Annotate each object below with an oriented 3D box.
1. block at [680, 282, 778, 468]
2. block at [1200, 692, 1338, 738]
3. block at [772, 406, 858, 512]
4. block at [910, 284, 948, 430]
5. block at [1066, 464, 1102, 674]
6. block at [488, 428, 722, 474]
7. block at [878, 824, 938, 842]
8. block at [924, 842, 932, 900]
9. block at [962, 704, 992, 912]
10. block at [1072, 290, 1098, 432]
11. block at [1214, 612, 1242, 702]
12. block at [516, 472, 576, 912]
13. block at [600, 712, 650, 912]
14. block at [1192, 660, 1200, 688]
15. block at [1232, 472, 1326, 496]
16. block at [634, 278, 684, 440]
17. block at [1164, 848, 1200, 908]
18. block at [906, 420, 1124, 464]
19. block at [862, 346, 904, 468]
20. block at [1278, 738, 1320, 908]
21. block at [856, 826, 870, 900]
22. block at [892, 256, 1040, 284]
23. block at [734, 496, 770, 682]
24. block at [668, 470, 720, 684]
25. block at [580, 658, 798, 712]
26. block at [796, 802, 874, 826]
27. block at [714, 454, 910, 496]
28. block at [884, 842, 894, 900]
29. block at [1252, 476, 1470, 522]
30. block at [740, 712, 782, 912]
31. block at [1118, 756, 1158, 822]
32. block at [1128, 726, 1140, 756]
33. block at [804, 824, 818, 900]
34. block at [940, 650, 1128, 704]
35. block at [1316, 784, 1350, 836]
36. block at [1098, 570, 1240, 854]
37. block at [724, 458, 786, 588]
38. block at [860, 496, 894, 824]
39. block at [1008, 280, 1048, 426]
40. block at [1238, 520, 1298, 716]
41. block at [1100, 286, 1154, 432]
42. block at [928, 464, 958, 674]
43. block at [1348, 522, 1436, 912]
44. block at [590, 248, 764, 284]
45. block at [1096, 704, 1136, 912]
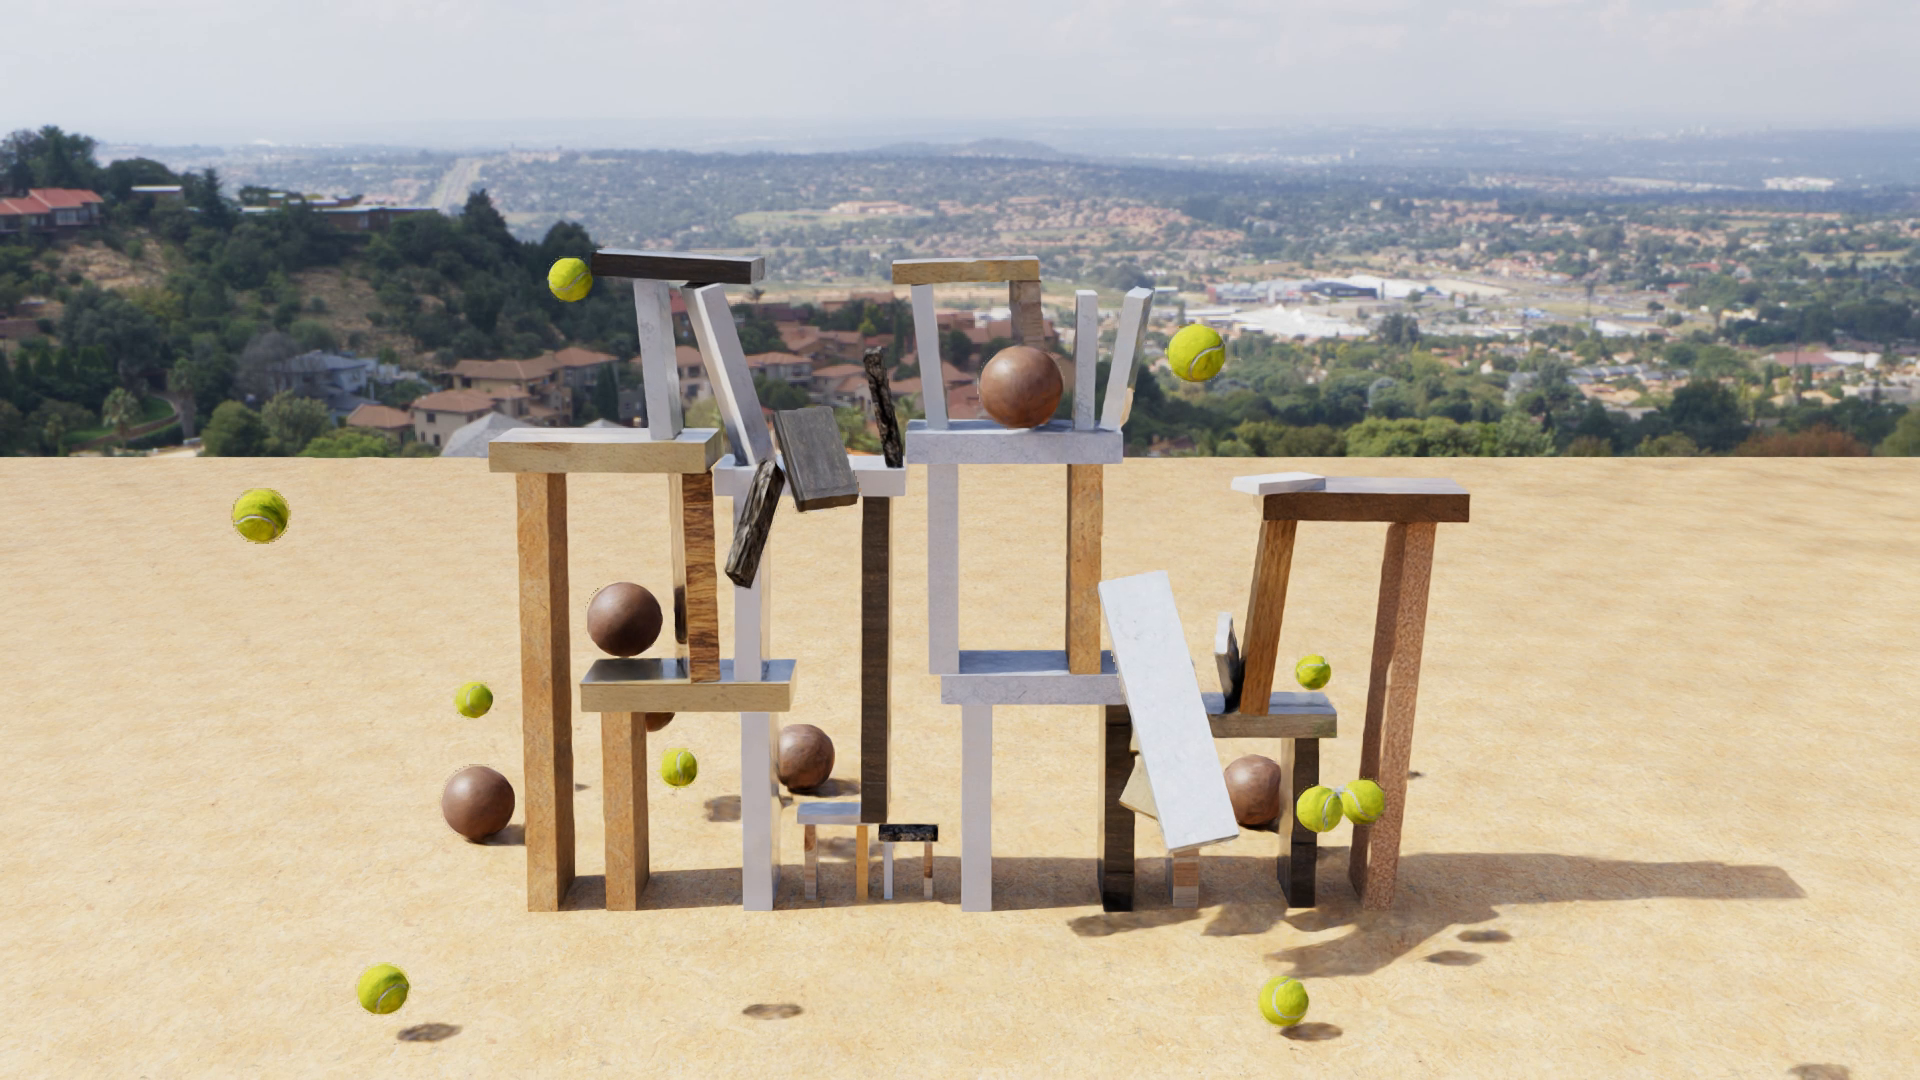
[{"bbox_3d":[-0.365,-0.263,3.471,0.036,0.295,0.126,-22,18,-17],"label":"block"},{"bbox_3d":[0.465,0.287,3.616,0.287,0.041,0.144,0,11,0],"label":"block"},{"bbox_3d":[-0.218,-0.124,3.309,0.090,0.026,0.181,-7,52,-15],"label":"block"},{"bbox_3d":[-0.048,-0.296,3.509,0.032,0.229,0.114,-7,10,1],"label":"block"},{"bbox_3d":[0.200,0.032,3.568,0.048,0.340,0.170,0,10,0],"label":"block"},{"bbox_3d":[-0.565,-0.144,3.525,0.341,0.048,0.171,0,11,2],"label":"block"},{"bbox_3d":[-0.085,0.486,3.647,0.099,0.014,0.050,0,11,0],"label":"block"},{"bbox_3d":[-0.052,0.542,3.657,0.014,0.099,0.050,0,11,0],"label":"block"},{"bbox_3d":[0.027,0.419,3.638,0.049,0.347,0.174,0,10,0],"label":"block"},{"bbox_3d":[0.199,-0.287,3.504,0.030,0.214,0.107,1,10,0],"label":"block"},{"bbox_3d":[0.427,0.189,3.507,0.019,0.067,0.260,5,-20,13],"label":"block"},{"bbox_3d":[-0.676,0.235,3.601,0.048,0.723,0.171,1,11,0],"label":"block"},{"bbox_3d":[-0.552,0.425,3.639,0.047,0.335,0.167,0,11,0],"label":"block"},{"bbox_3d":[0.362,0.260,3.467,0.021,0.075,0.218,-9,14,10],"label":"block"},{"bbox_3d":[0.502,-0.089,3.460,0.133,0.019,0.067,-6,12,-30],"label":"block"},{"bbox_3d":[-0.479,-0.292,3.496,0.036,0.251,0.126,-4,10,1],"label":"block"},{"bbox_3d":[0.369,0.448,3.647,0.041,0.287,0.144,0,11,0],"label":"block"},{"bbox_3d":[0.086,-0.159,3.532,0.340,0.048,0.170,0,10,0],"label":"block"},{"bbox_3d":[-0.121,-0.213,3.511,0.026,0.181,0.090,-11,11,3],"label":"block"},{"bbox_3d":[0.561,0.448,3.647,0.041,0.287,0.144,0,11,0],"label":"block"},{"bbox_3d":[-0.161,0.526,3.658,0.018,0.129,0.064,0,11,0],"label":"block"},{"bbox_3d":[0.008,-0.428,3.485,0.229,0.032,0.114,-2,10,0],"label":"block"},{"bbox_3d":[-0.337,0.065,3.571,0.043,0.302,0.151,1,11,1],"label":"block"},{"bbox_3d":[-0.433,0.045,3.573,0.048,0.341,0.171,-4,11,-14],"label":"block"},{"bbox_3d":[-0.441,0.237,3.603,0.335,0.047,0.167,0,11,0],"label":"block"},{"bbox_3d":[-0.204,0.454,3.645,0.129,0.018,0.064,1,11,0],"label":"block"},{"bbox_3d":[-0.235,-0.104,3.537,0.302,0.043,0.151,0,11,0],"label":"block"},{"bbox_3d":[-0.119,0.542,3.657,0.014,0.099,0.050,0,11,0],"label":"block"},{"bbox_3d":[0.637,-0.066,3.514,0.320,0.045,0.160,1,11,1],"label":"block"},{"bbox_3d":[-0.329,0.425,3.639,0.047,0.335,0.167,0,11,0],"label":"block"},{"bbox_3d":[0.304,0.345,3.320,0.075,0.149,0.021,24,-19,10],"label":"block"},{"bbox_3d":[0.284,0.260,3.444,0.021,0.149,0.075,6,-13,3],"label":"block"},{"bbox_3d":[-0.247,0.526,3.659,0.018,0.129,0.064,0,11,0],"label":"block"},{"bbox_3d":[0.143,0.224,3.601,0.347,0.049,0.174,0,10,0],"label":"block"},{"bbox_3d":[0.632,0.490,3.857,0.019,0.133,0.067,39,19,16],"label":"block"},{"bbox_3d":[0.312,0.255,3.328,0.107,0.432,0.030,-11,-23,-5],"label":"block"},{"bbox_3d":[-0.311,-0.025,3.335,0.026,0.181,0.090,15,-13,8],"label":"block"},{"bbox_3d":[-0.135,0.181,3.592,0.043,0.538,0.151,1,11,1],"label":"block"},{"bbox_3d":[0.109,-0.301,3.518,0.032,0.229,0.114,-5,8,-7],"label":"block"},{"bbox_3d":[0.497,0.110,3.574,0.045,0.320,0.160,8,11,4],"label":"block"},{"bbox_3d":[0.265,-0.288,3.487,0.030,0.214,0.107,13,16,10],"label":"block"},{"bbox_3d":[-0.027,0.032,3.568,0.048,0.340,0.170,0,10,0],"label":"block"},{"bbox_3d":[0.706,0.271,3.606,0.045,0.648,0.160,4,10,-1],"label":"block"},{"bbox_3d":[-0.442,-0.430,3.456,0.251,0.036,0.126,4,11,4],"label":"block"},{"bbox_3d":[0.258,0.419,3.638,0.049,0.347,0.174,0,10,0],"label":"block"}]
